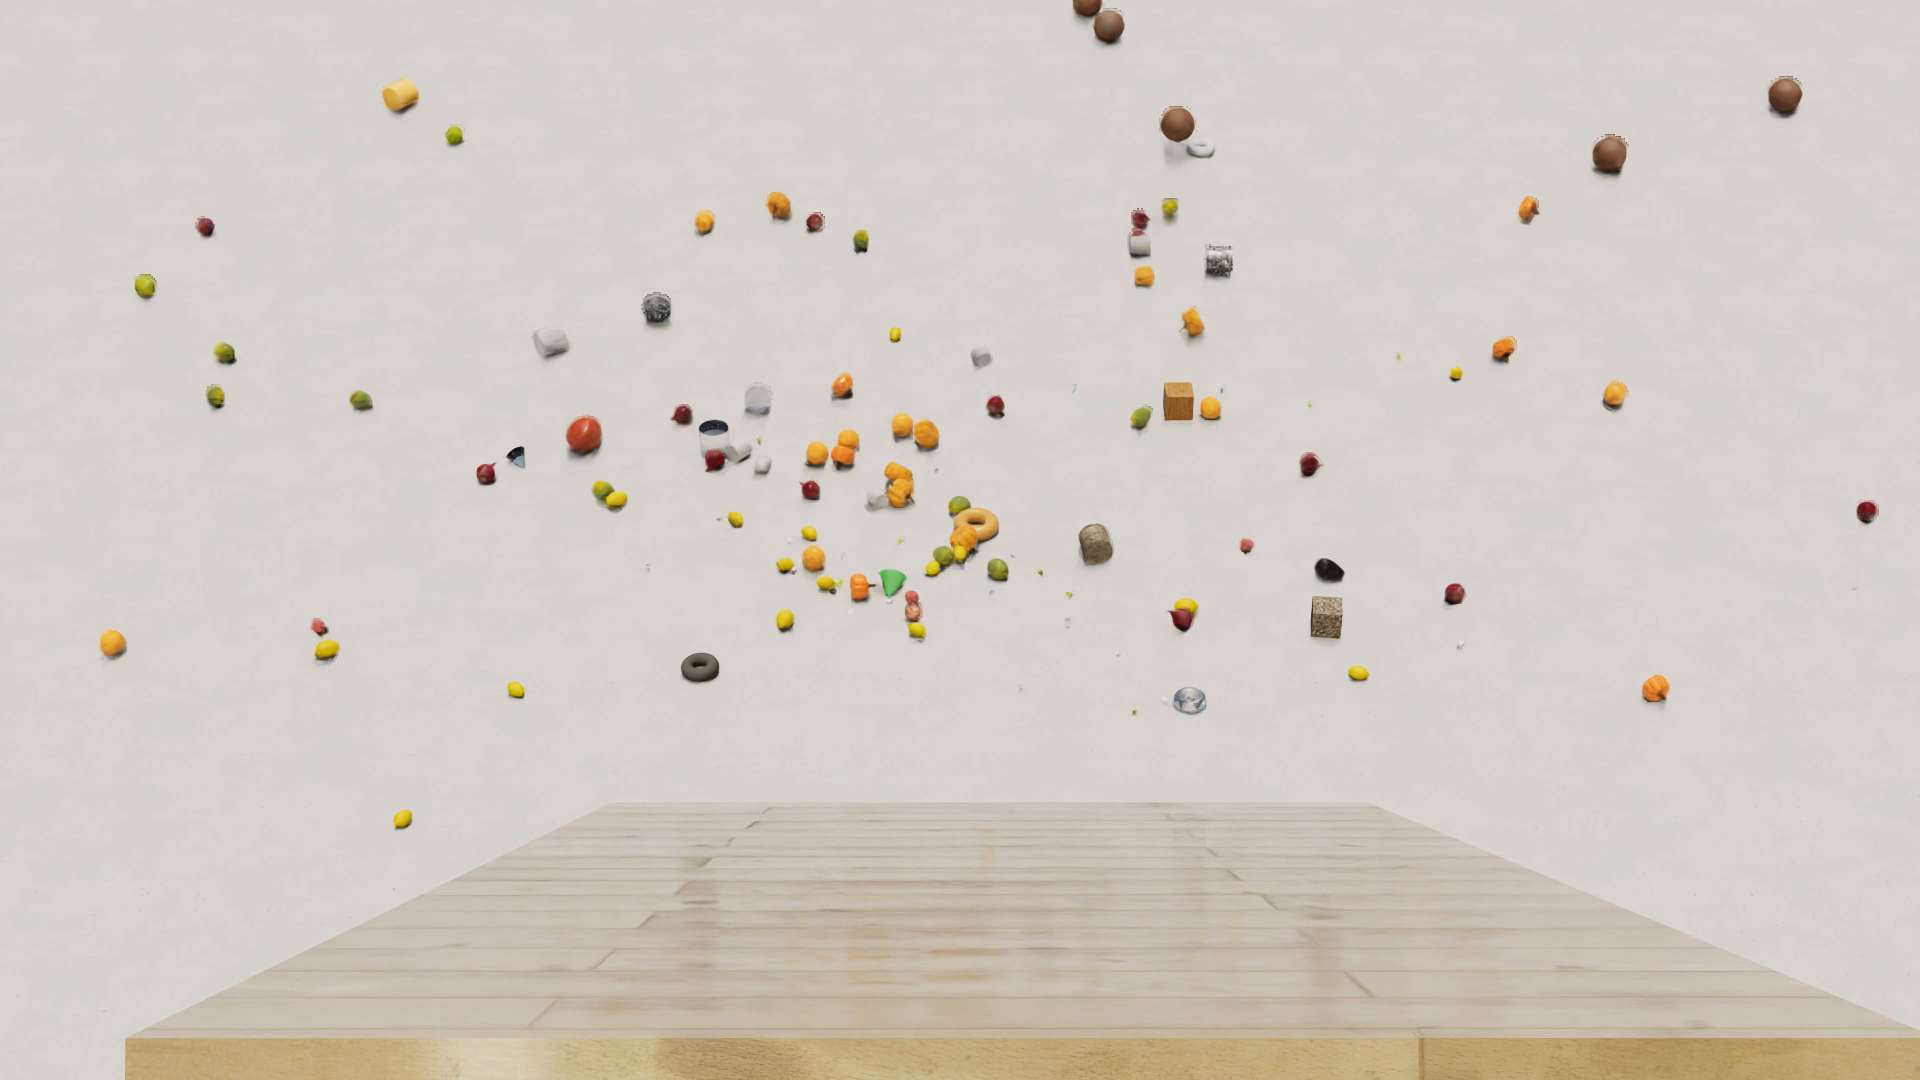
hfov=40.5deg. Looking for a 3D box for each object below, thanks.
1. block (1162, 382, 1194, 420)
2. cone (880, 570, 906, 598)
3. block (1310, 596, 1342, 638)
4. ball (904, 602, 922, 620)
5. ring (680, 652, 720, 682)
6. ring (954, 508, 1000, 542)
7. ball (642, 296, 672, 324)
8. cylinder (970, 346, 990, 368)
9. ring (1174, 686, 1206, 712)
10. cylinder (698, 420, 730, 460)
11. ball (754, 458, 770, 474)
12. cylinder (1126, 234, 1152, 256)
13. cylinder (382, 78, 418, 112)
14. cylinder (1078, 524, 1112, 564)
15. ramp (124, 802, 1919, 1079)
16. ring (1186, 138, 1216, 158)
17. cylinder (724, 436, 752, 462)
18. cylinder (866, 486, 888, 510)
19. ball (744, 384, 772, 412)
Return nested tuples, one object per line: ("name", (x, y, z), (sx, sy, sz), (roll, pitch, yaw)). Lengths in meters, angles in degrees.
("block", (0.716, -0.455, 8.522), (0.090, 0.090, 0.090), (-1, 36, -1))
("cone", (-0.208, 0.141, 7.738), (0.082, 0.082, 0.082), (6, 63, 9))
("block", (1.069, 0.225, 7.579), (0.086, 0.086, 0.086), (3, 36, 5))
("ball", (-0.138, 0.210, 7.631), (0.050, 0.050, 0.050), (0, 36, 0))
("ring", (-0.743, 0.363, 7.430), (0.110, 0.037, 0.110), (-1, 36, 1))
("ring", (0.050, -0.048, 7.993), (0.142, 0.047, 0.142), (0, 37, 0))
("ball", (-1.048, -0.799, 8.995), (0.097, 0.097, 0.097), (0, 36, 0))
("cylinder", (0.069, -0.619, 8.783), (0.053, 0.053, 0.053), (-16, 39, -21))
("ring", (0.647, 0.449, 7.315), (0.095, 0.032, 0.095), (-1, 36, 1))
("cylinder", (-0.787, -0.320, 8.330), (0.095, 0.095, 0.095), (0, 36, 0))
("ball", (-0.629, -0.237, 8.253), (0.052, 0.052, 0.052), (0, 36, 0))
("cylinder", (0.649, -1.065, 9.388), (0.070, 0.070, 0.070), (7, 32, -22))
("cylinder", (-2.226, -1.772, 10.344), (0.099, 0.099, 0.099), (24, 43, 29))
("cylinder", (0.410, 0.012, 7.873), (0.089, 0.089, 0.089), (-6, 36, -8))
("ramp", (0.079, 0.671, 4.865), (2.000, 0.100, 4.000), (0, -2, 0))
("ring", (0.934, -1.515, 10.043), (0.117, 0.039, 0.117), (-1, 34, 0))
("cylinder", (-0.709, -0.289, 8.315), (0.063, 0.063, 0.063), (23, 42, 29))
("cylinder", (-0.259, -0.132, 8.105), (0.052, 0.052, 0.052), (-17, 39, -22))
("ball", (-0.664, -0.465, 8.536), (0.090, 0.090, 0.090), (0, 36, 0))
